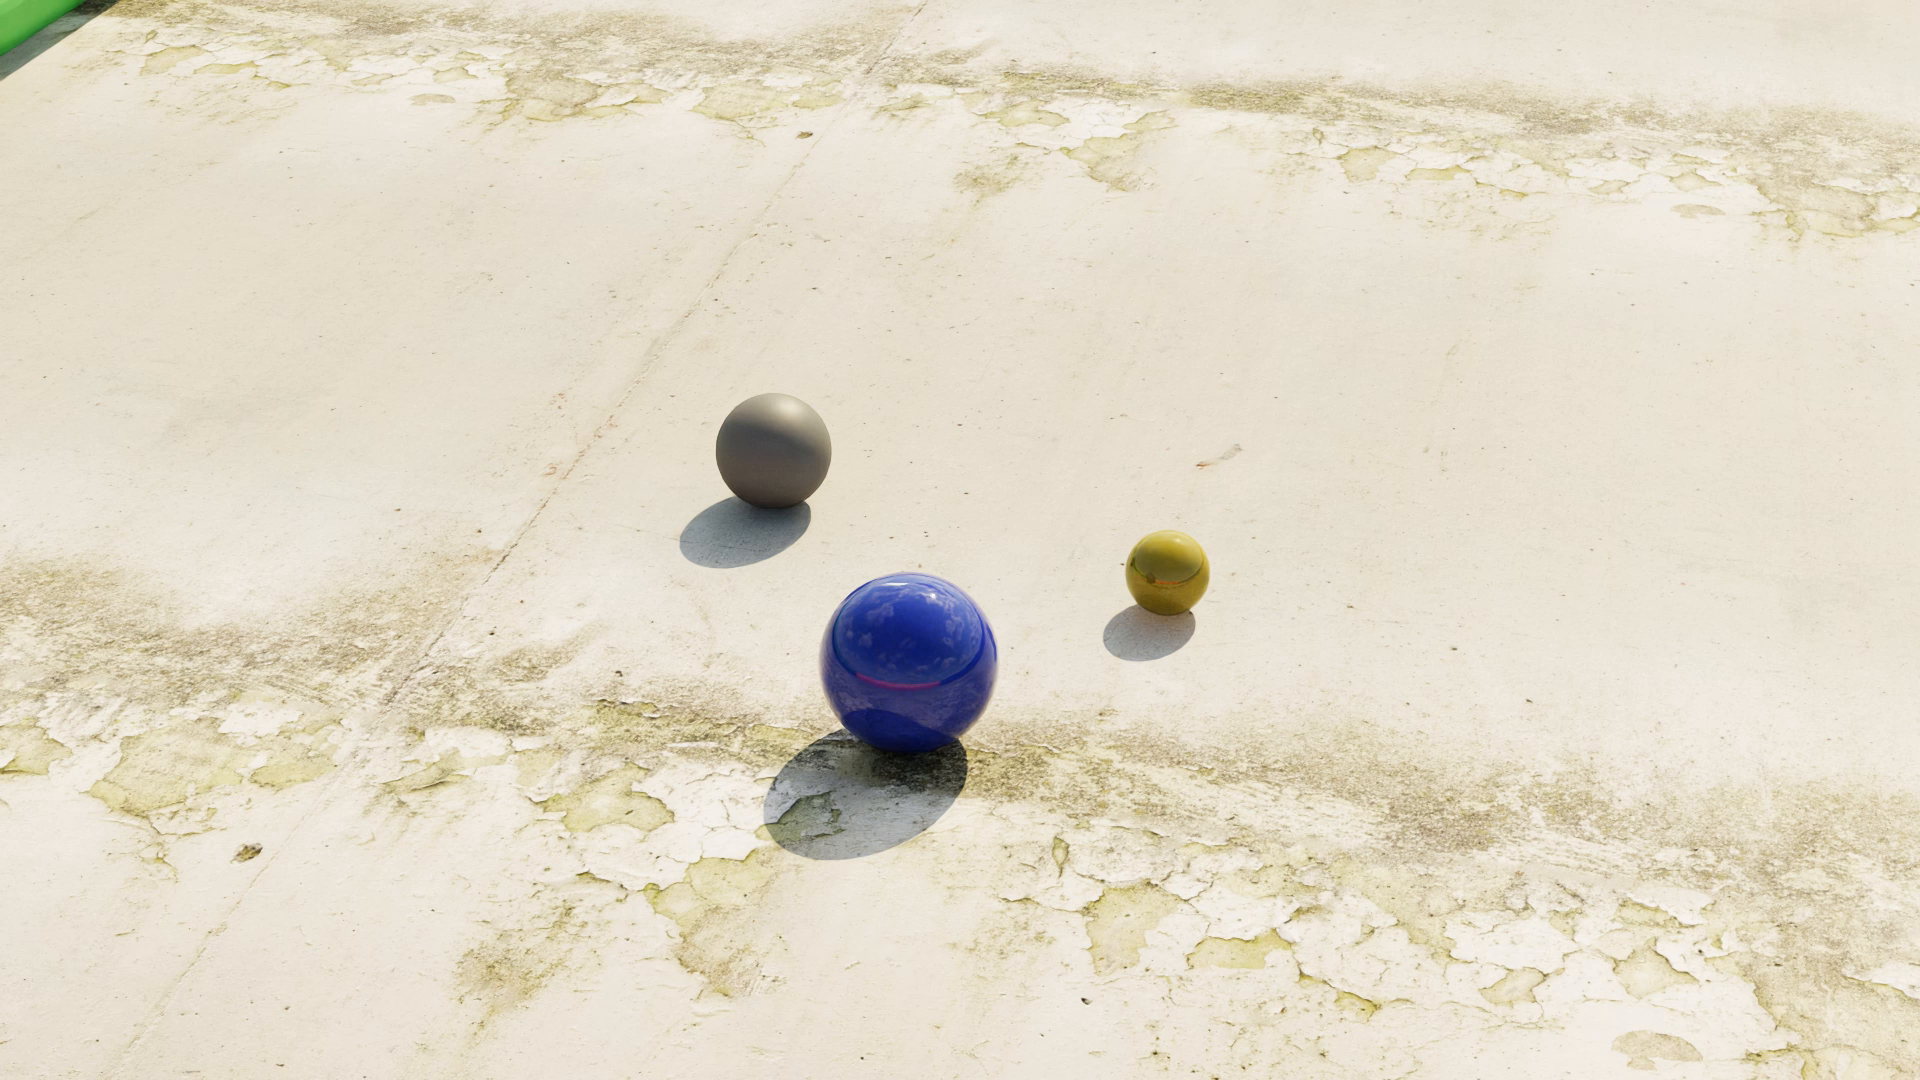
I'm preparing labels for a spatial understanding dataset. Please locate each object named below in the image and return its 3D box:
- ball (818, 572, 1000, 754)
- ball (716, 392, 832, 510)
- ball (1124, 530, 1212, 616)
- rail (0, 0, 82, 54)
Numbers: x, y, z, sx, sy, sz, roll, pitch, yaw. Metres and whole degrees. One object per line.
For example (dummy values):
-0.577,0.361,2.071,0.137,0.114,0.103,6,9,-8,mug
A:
-0.027,0.064,1.529,0.095,0.095,0.095,0,29,0,ball
-0.112,-0.053,1.764,0.070,0.070,0.070,0,29,0,ball
0.117,0.018,1.657,0.049,0.049,0.049,0,29,0,ball
-0.727,-0.575,2.643,0.045,0.123,3.735,7,30,12,rail
